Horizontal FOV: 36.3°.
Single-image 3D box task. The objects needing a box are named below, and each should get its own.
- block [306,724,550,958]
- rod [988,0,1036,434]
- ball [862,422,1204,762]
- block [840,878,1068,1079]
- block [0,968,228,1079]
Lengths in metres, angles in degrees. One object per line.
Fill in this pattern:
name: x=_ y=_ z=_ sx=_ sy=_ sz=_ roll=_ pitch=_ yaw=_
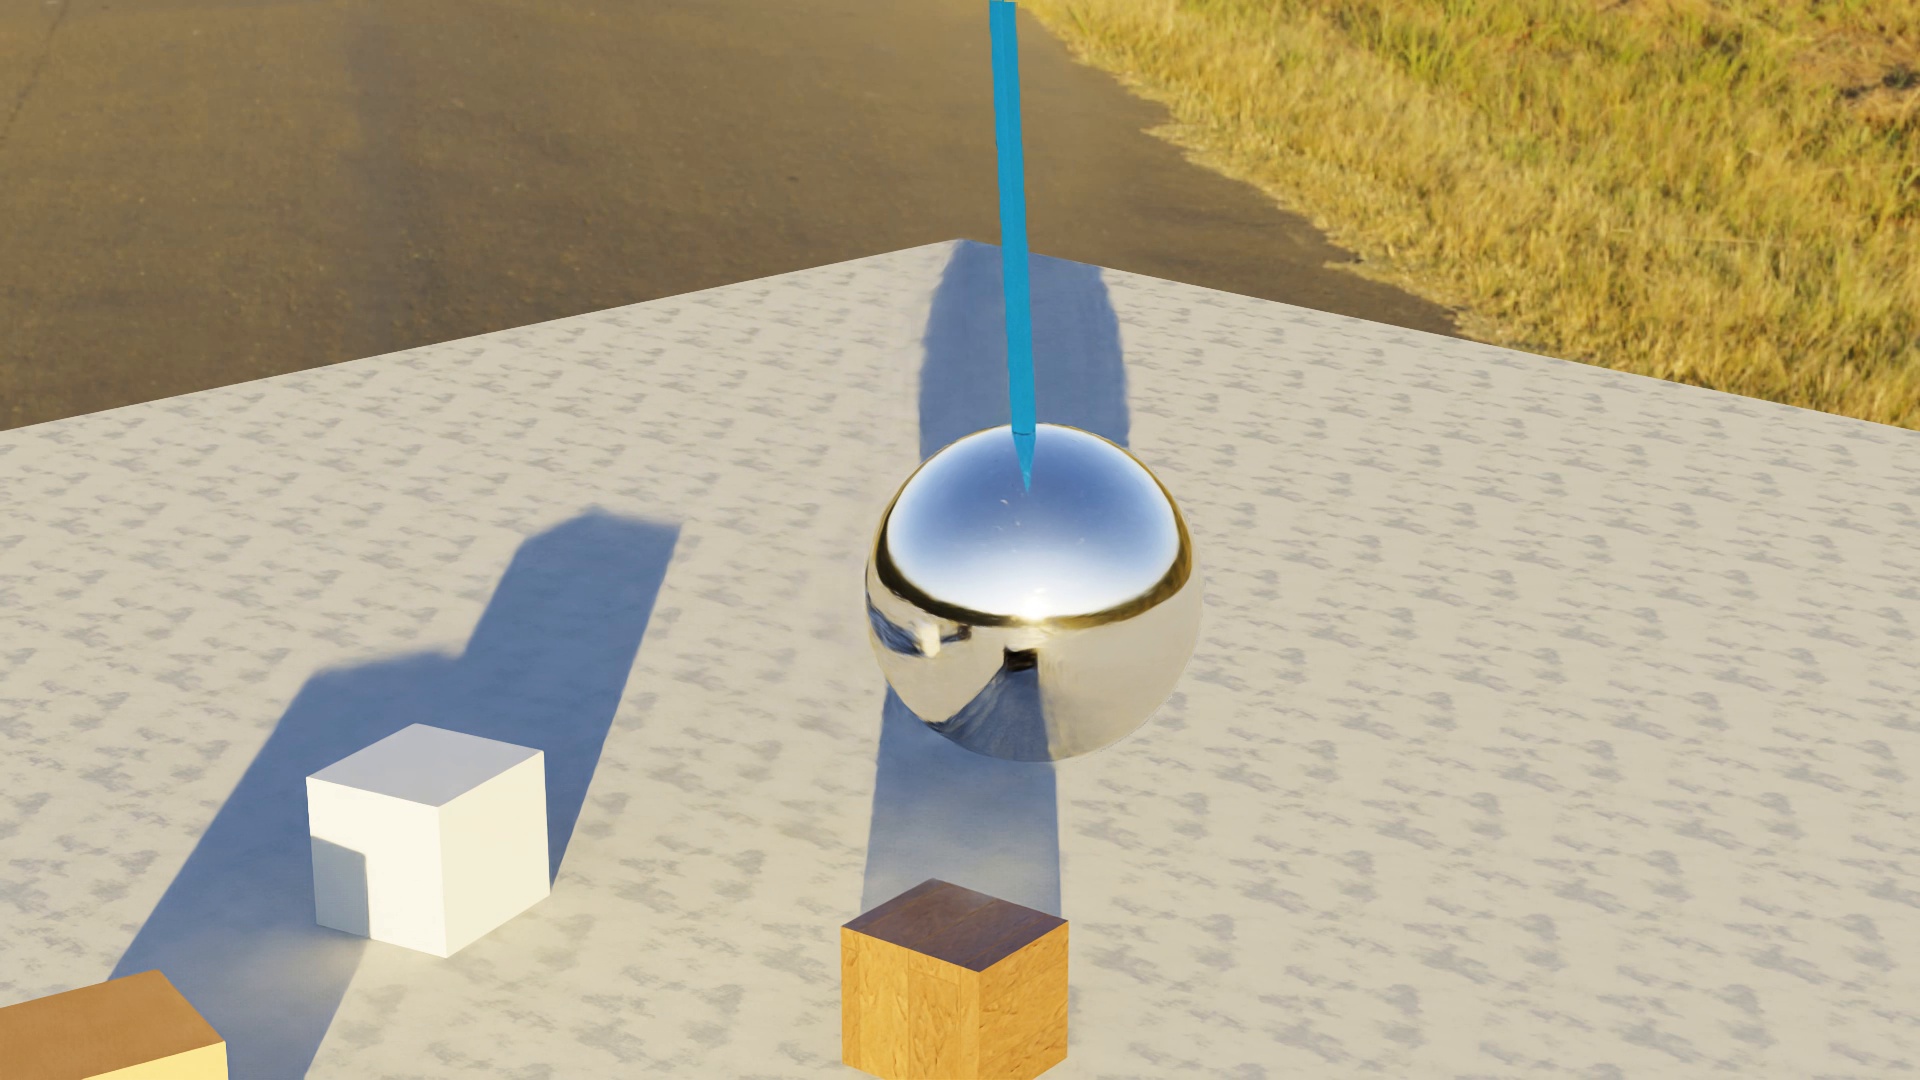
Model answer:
block: x=-2.346 y=1.316 z=12.992 sx=0.718 sy=0.698 sz=0.745 roll=9 pitch=20 yaw=27
rod: x=0.148 y=-2.931 z=12.575 sx=0.080 sy=5.200 sz=0.080 roll=17 pitch=29 yaw=42
ball: x=0.341 y=0.244 z=13.776 sx=1.600 sy=1.600 sz=1.600 roll=0 pitch=17 yaw=0
block: x=-0.020 y=1.795 z=11.633 sx=0.682 sy=0.600 sz=0.587 roll=13 pitch=22 yaw=35
block: x=-3.125 y=2.082 z=10.580 sx=0.774 sy=0.684 sz=0.707 roll=-11 pitch=21 yaw=-32
